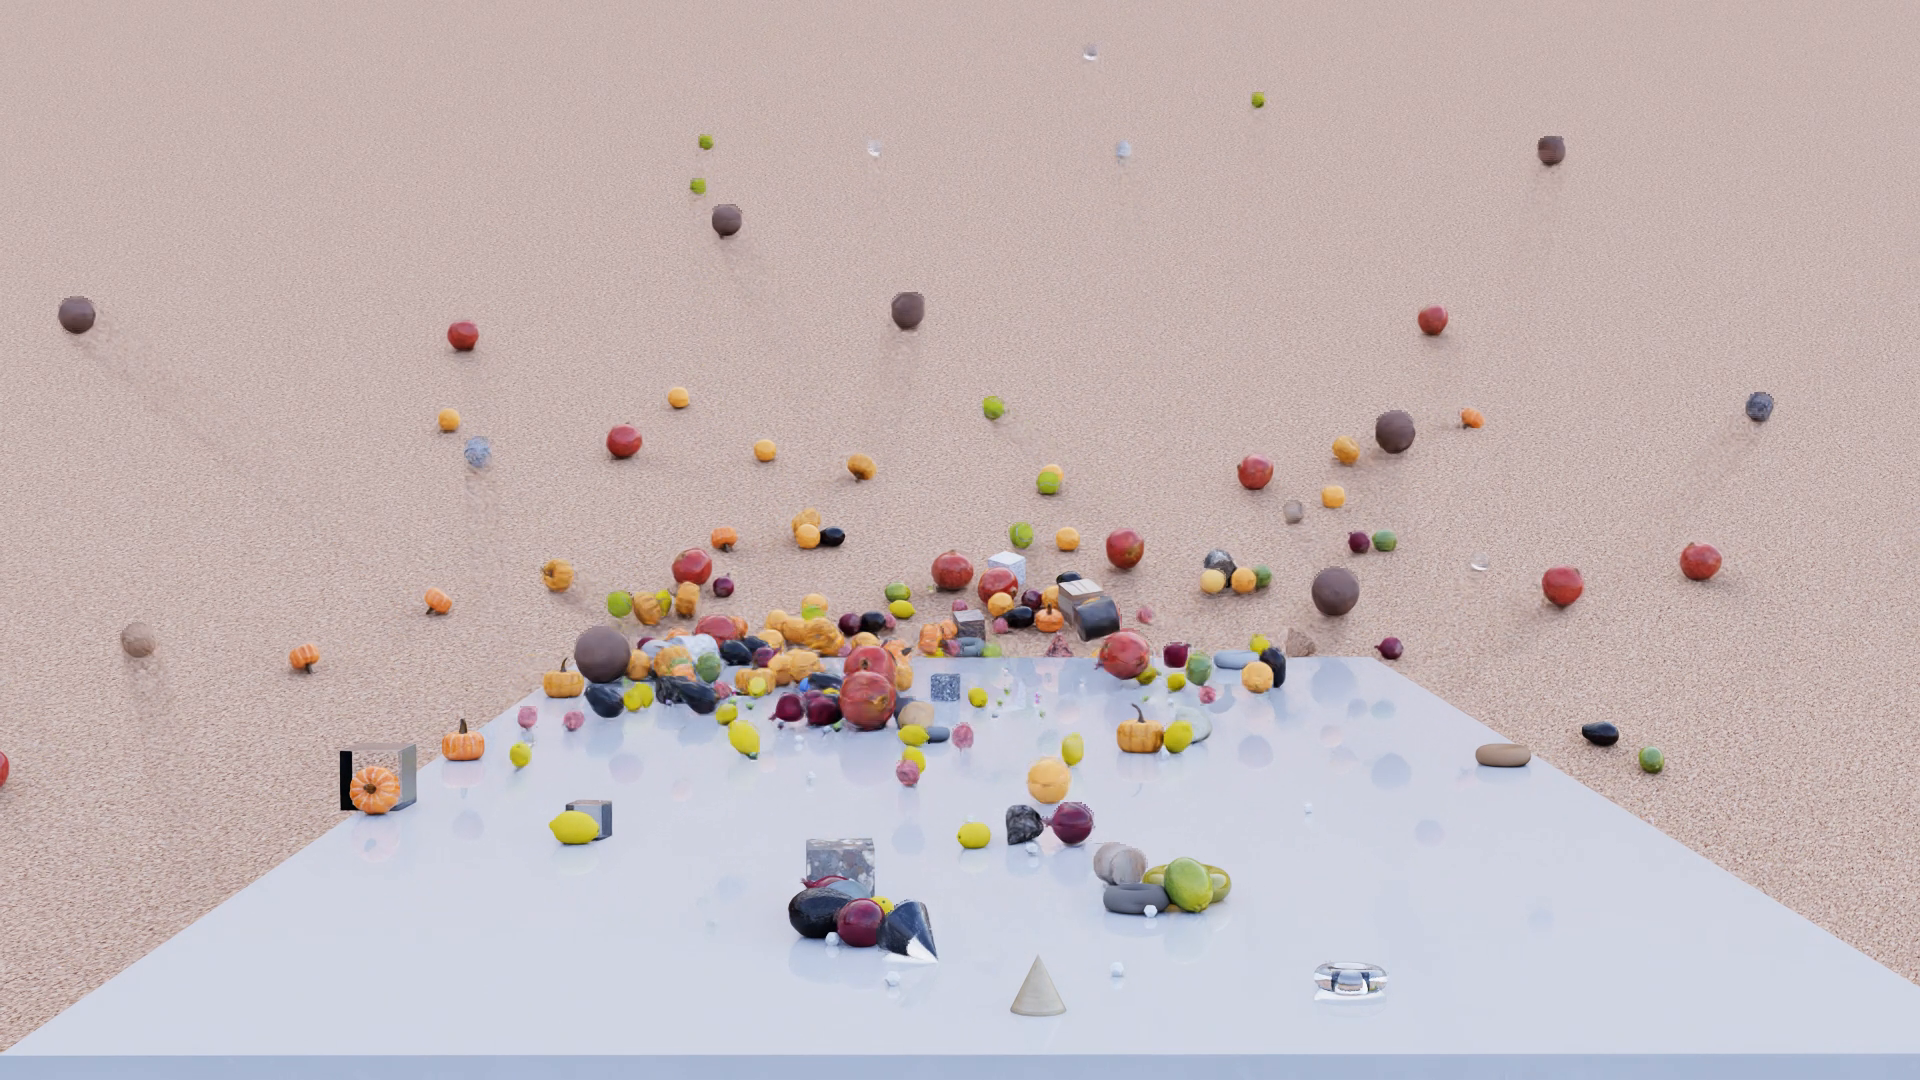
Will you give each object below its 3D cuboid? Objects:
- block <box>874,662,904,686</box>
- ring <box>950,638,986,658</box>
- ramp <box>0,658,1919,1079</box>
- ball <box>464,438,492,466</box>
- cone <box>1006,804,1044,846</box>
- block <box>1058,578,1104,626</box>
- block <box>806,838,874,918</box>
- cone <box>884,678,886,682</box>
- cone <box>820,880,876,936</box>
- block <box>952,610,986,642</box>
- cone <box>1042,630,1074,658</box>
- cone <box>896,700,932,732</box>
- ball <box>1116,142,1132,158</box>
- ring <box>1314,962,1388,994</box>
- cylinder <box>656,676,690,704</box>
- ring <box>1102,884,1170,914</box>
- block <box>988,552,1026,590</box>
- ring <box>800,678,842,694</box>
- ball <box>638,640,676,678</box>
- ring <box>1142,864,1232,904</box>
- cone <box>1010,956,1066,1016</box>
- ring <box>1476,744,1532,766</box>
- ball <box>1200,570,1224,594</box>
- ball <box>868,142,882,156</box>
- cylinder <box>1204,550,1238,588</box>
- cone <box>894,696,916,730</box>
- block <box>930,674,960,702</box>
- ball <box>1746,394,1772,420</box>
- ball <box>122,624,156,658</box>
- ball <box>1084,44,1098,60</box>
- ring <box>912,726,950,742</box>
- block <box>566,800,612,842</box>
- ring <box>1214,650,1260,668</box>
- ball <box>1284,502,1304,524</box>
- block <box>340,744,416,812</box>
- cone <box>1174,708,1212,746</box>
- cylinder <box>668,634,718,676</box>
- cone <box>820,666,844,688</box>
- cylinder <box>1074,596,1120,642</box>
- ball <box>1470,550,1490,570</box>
[{"bbox_3d":[-0.163,0.307,5.868,0.052,0.052,0.052,-1,3,-21],"label":"block"},{"bbox_3d":[0.021,0.284,6.779,0.097,0.032,0.097,-1,21,0],"label":"ring"},{"bbox_3d":[0.050,0.452,4.532,2.000,0.100,4.000,0,3,0],"label":"ramp"},{"bbox_3d":[-1.523,-0.278,8.125,0.088,0.088,0.088,0,22,0],"label":"ball"},{"bbox_3d":[0.083,0.429,3.758,0.061,0.061,0.061,10,33,23],"label":"cone"},{"bbox_3d":[0.328,0.170,6.987,0.091,0.091,0.091,-9,23,-21],"label":"block"},{"bbox_3d":[-0.152,0.427,3.254,0.084,0.084,0.084,0,3,-4],"label":"block"},{"bbox_3d":[-0.169,0.340,5.695,0.072,0.072,0.072,5,20,-2],"label":"cone"},{"bbox_3d":[-0.137,0.461,3.123,0.067,0.067,0.067,0,43,1],"label":"cone"},{"bbox_3d":[0.024,0.234,6.852,0.071,0.071,0.071,-5,22,-12],"label":"block"},{"bbox_3d":[0.259,0.276,6.707,0.099,0.099,0.099,0,22,0],"label":"cone"},{"bbox_3d":[-0.074,0.362,4.972,0.075,0.075,0.075,-11,47,-26],"label":"cone"},{"bbox_3d":[0.766,-1.829,12.076,0.075,0.075,0.075,0,22,0],"label":"ball"},{"bbox_3d":[0.427,0.478,2.810,0.080,0.027,0.080,1,-1,0],"label":"ring"},{"bbox_3d":[-0.618,0.322,5.531,0.057,0.057,0.057,-2,20,-29],"label":"cylinder"},{"bbox_3d":[0.224,0.454,3.260,0.087,0.029,0.087,-1,2,0],"label":"ring"},{"bbox_3d":[0.132,0.086,7.221,0.076,0.076,0.076,16,27,35],"label":"block"},{"bbox_3d":[-0.310,0.325,5.716,0.097,0.032,0.097,1,2,0],"label":"ring"},{"bbox_3d":[-0.712,0.279,6.048,0.090,0.090,0.090,0,22,0],"label":"ball"},{"bbox_3d":[0.293,0.446,3.331,0.117,0.039,0.117,-1,4,0],"label":"ring"},{"bbox_3d":[0.083,0.467,2.716,0.060,0.060,0.060,0,3,0],"label":"cone"},{"bbox_3d":[0.967,0.383,4.578,0.098,0.033,0.098,-1,3,0],"label":"ring"},{"bbox_3d":[0.702,0.116,7.152,0.070,0.070,0.070,0,22,0],"label":"ball"},{"bbox_3d":[-0.403,-1.851,12.142,0.066,0.066,0.066,0,22,0],"label":"ball"},{"bbox_3d":[0.733,0.081,7.223,0.083,0.083,0.083,-2,22,-4],"label":"cylinder"},{"bbox_3d":[-0.112,0.358,5.096,0.067,0.067,0.067,7,35,17],"label":"cone"},{"bbox_3d":[-0.031,0.320,5.589,0.054,0.054,0.054,1,3,11],"label":"block"},{"bbox_3d":[2.654,-0.440,8.537,0.088,0.088,0.088,0,22,0],"label":"ball"},{"bbox_3d":[-2.156,0.264,6.752,0.088,0.088,0.088,0,22,0],"label":"ball"},{"bbox_3d":[0.728,-2.712,14.300,0.086,0.086,0.086,0,22,0],"label":"ball"},{"bbox_3d":[-0.055,0.370,4.907,0.075,0.025,0.075,-1,-1,0],"label":"ring"},{"bbox_3d":[-0.549,0.414,3.804,0.052,0.052,0.052,1,3,14],"label":"block"},{"bbox_3d":[0.677,0.292,6.280,0.115,0.038,0.115,0,4,0],"label":"ring"},{"bbox_3d":[0.995,-0.081,7.661,0.062,0.062,0.062,0,22,0],"label":"ball"},{"bbox_3d":[-0.928,0.378,4.102,0.095,0.095,0.095,0,3,5],"label":"block"},{"bbox_3d":[0.427,0.368,4.856,0.076,0.076,0.076,10,34,23],"label":"cone"},{"bbox_3d":[-0.639,0.273,6.105,0.094,0.094,0.094,20,15,40],"label":"cylinder"},{"bbox_3d":[-0.281,0.322,5.834,0.053,0.053,0.053,-17,41,-36],"label":"cone"},{"bbox_3d":[0.357,0.208,6.712,0.096,0.096,0.096,-16,24,-9],"label":"cylinder"},{"bbox_3d":[1.481,0.059,7.315,0.056,0.056,0.056,0,22,0],"label":"ball"}]
